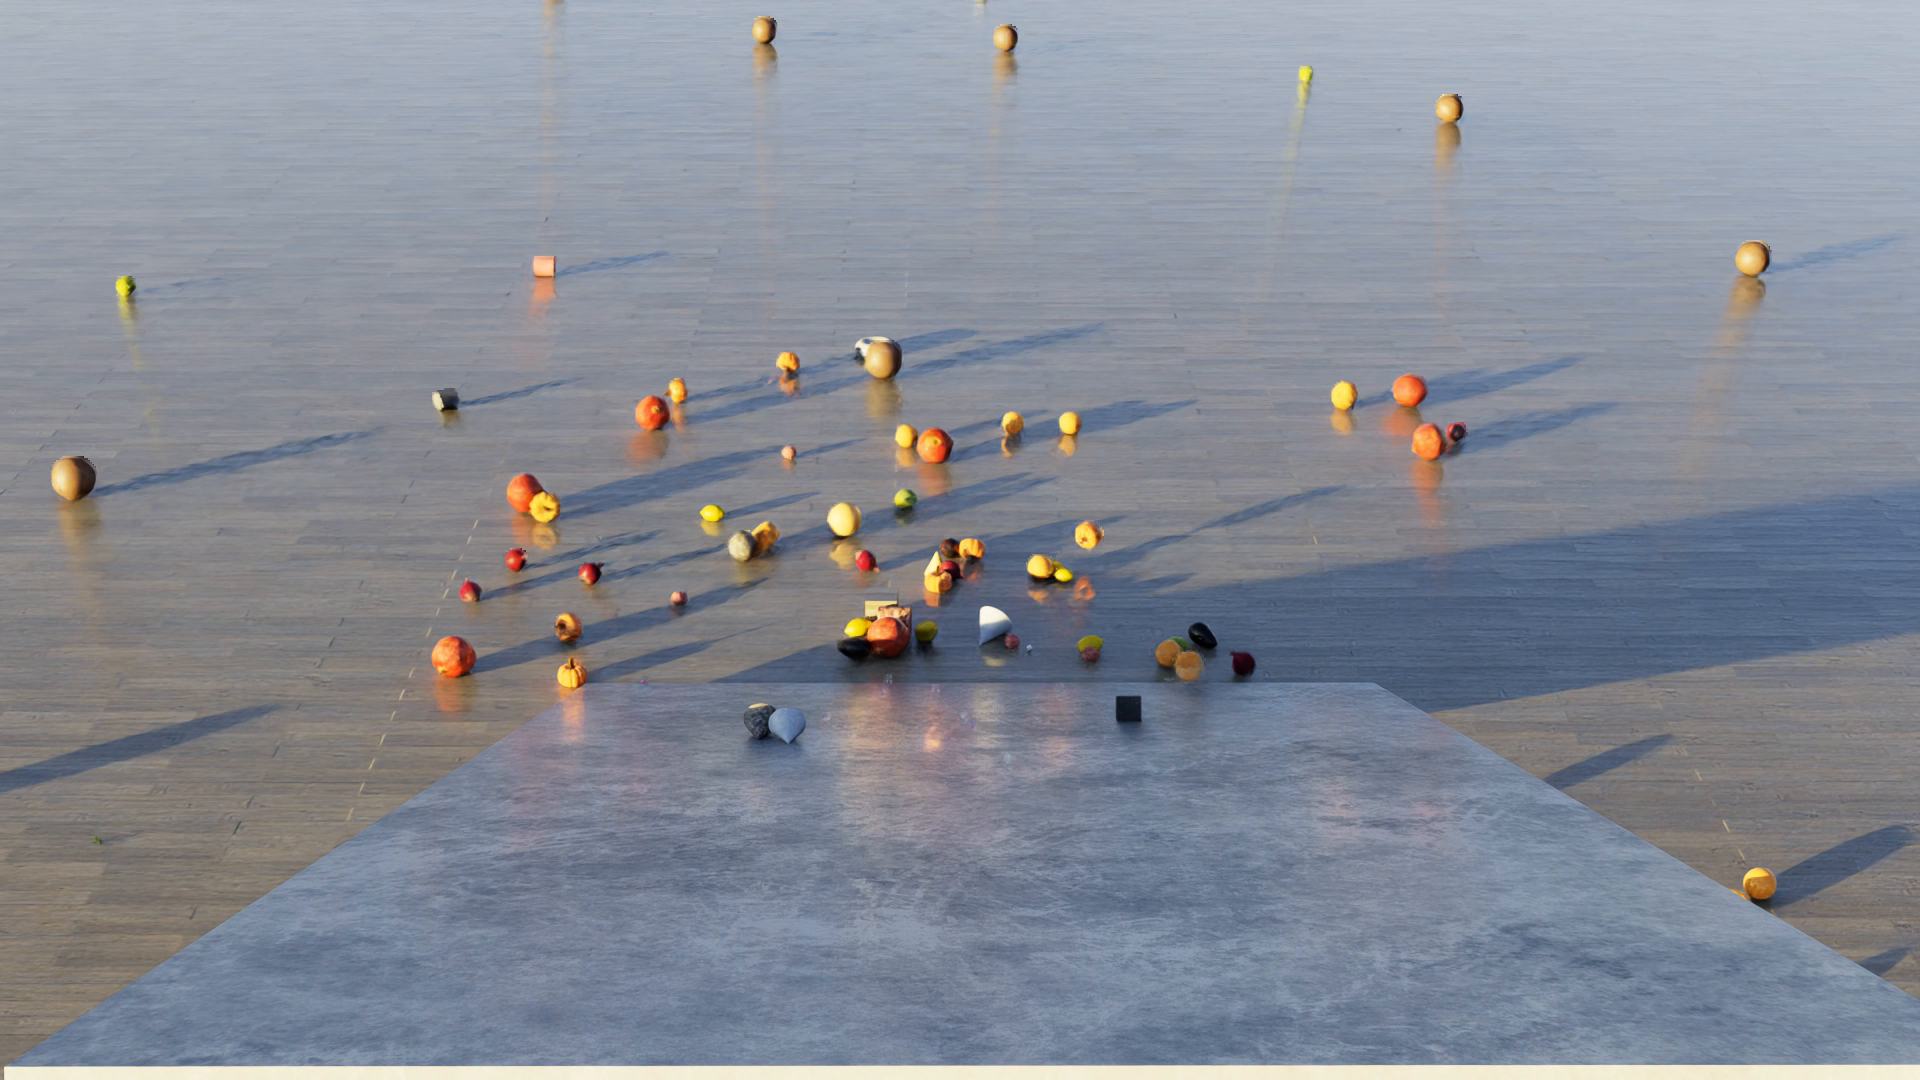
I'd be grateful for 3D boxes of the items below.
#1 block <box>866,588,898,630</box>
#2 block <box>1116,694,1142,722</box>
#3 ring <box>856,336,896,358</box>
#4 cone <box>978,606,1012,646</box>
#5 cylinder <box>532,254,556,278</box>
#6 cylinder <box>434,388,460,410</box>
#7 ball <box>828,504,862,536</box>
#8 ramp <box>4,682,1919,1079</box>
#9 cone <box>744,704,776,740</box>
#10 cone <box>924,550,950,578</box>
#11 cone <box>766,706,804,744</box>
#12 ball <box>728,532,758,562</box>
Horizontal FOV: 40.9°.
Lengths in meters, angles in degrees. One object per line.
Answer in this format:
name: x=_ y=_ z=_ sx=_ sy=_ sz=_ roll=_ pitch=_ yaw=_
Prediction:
block: x=-0.214 y=0.189 z=7.061 sx=0.086 sy=0.086 sz=0.086 roll=1 pitch=24 yaw=1
block: x=0.370 y=0.369 z=5.673 sx=0.054 sy=0.054 sz=0.054 roll=0 pitch=2 yaw=1
ring: x=-0.298 y=-0.682 z=9.106 sx=0.144 sy=0.048 sz=0.144 roll=-1 pitch=23 yaw=0
cone: x=0.074 y=0.250 z=6.973 sx=0.100 sy=0.100 sz=0.100 roll=14 pitch=54 yaw=30
cylinder: x=-1.600 y=-1.053 z=9.920 sx=0.072 sy=0.072 sz=0.072 roll=-22 pitch=27 yaw=-5
cylinder: x=-1.715 y=-0.468 z=8.597 sx=0.061 sy=0.061 sz=0.061 roll=-18 pitch=29 yaw=-35
ball: x=-0.340 y=-0.060 z=7.616 sx=0.098 sy=0.098 sz=0.098 roll=0 pitch=24 yaw=0
ramp: x=0.054 y=0.491 z=4.542 sx=2.000 sy=0.100 sz=4.000 roll=0 pitch=2 yaw=0
cone: x=-0.414 y=0.393 z=5.330 sx=0.079 sy=0.079 sz=0.079 roll=1 pitch=29 yaw=2
cone: x=-0.066 y=0.063 z=7.368 sx=0.072 sy=0.072 sz=0.072 roll=0 pitch=24 yaw=0
cone: x=-0.352 y=0.396 z=5.260 sx=0.078 sy=0.078 sz=0.078 roll=-4 pitch=39 yaw=-10
ball: x=-0.627 y=0.020 z=7.451 sx=0.085 sy=0.085 sz=0.085 roll=0 pitch=24 yaw=0
